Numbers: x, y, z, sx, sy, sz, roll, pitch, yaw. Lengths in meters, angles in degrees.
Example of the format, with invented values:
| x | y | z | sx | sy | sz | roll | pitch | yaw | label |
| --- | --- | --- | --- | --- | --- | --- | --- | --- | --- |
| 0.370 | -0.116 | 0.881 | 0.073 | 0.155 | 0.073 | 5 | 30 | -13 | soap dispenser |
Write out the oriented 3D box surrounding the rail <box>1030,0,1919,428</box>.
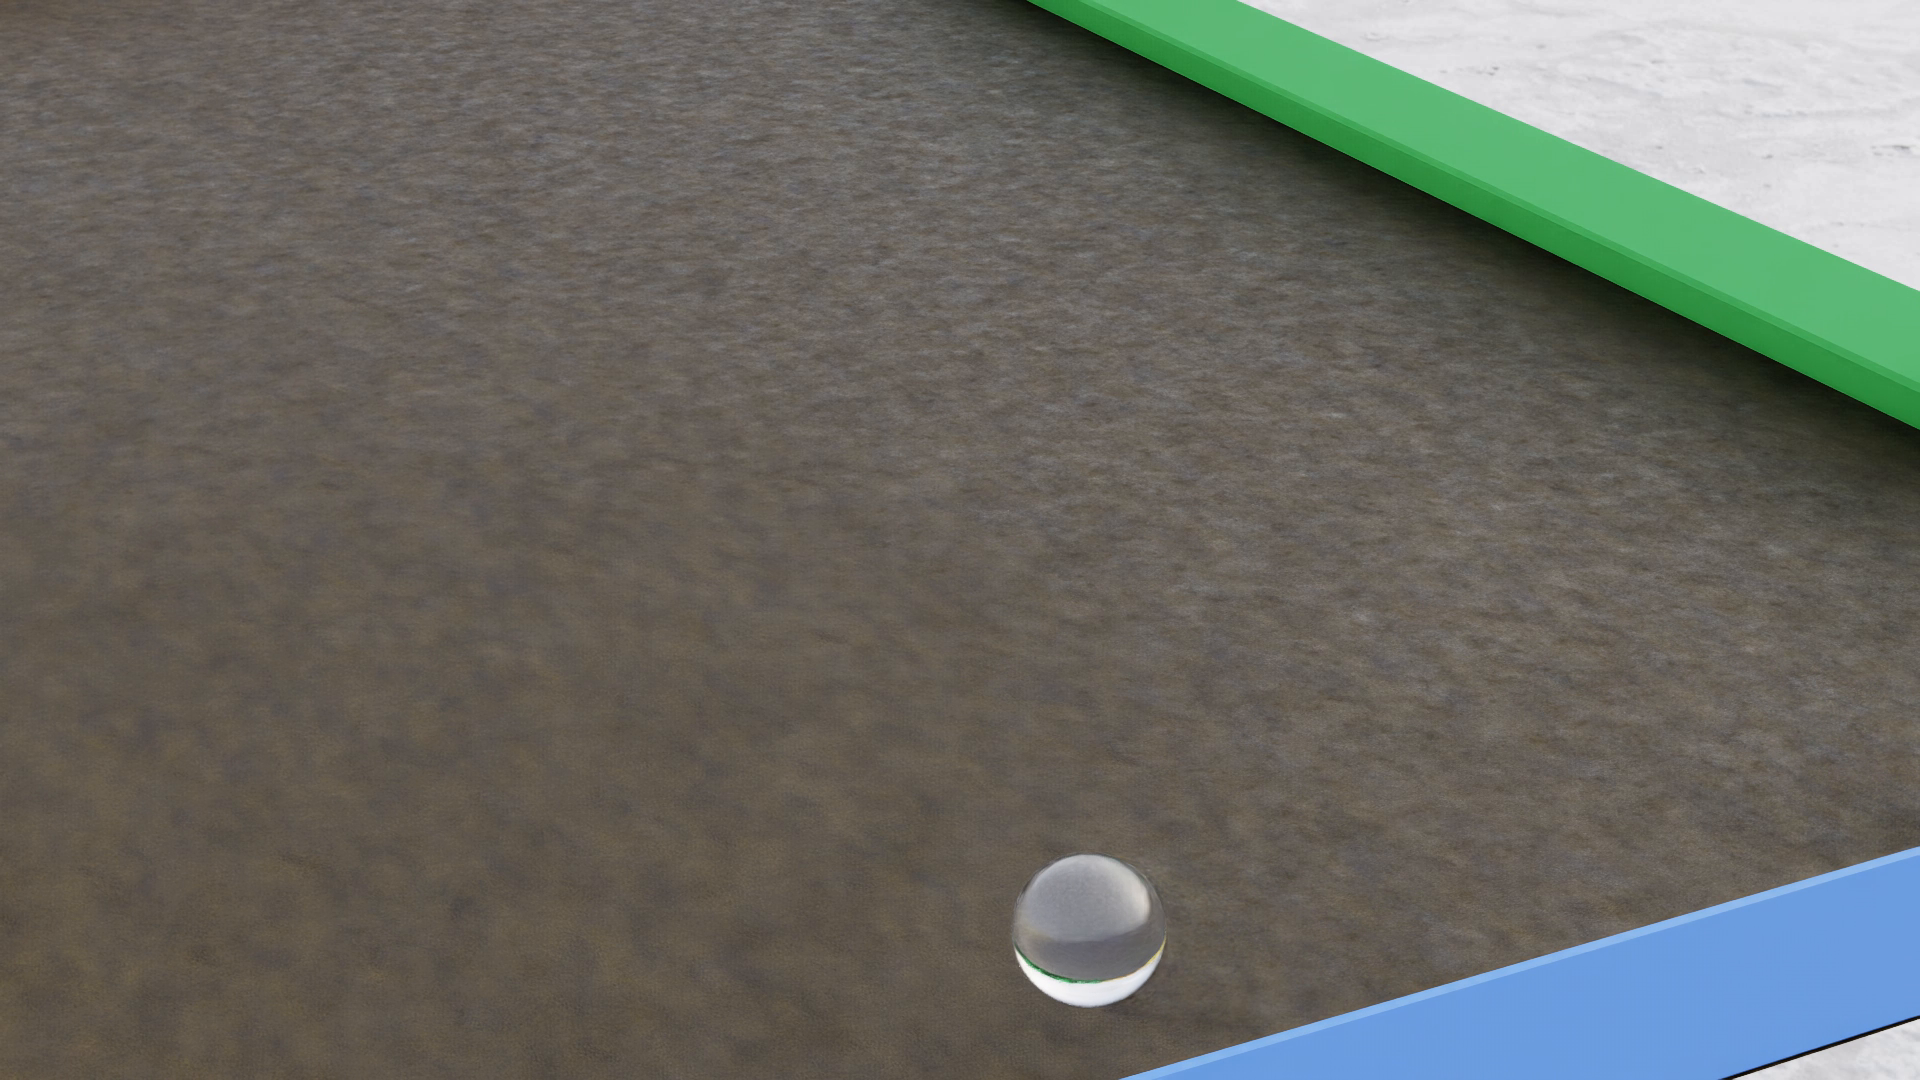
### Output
| x | y | z | sx | sy | sz | roll | pitch | yaw | label |
| --- | --- | --- | --- | --- | --- | --- | --- | --- | --- |
| 0.415 | -0.445 | 3.082 | 0.045 | 0.113 | 2.984 | -11 | 27 | -24 | rail |

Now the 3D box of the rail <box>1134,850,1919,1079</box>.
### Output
| x | y | z | sx | sy | sz | roll | pitch | yaw | label |
| --- | --- | --- | --- | --- | --- | --- | --- | --- | --- |
| 0.318 | 0.250 | 1.550 | 1.703 | 0.113 | 0.045 | -11 | 27 | -24 | rail |

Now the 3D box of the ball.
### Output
| x | y | z | sx | sy | sz | roll | pitch | yaw | label |
| --- | --- | --- | --- | --- | --- | --- | --- | --- | --- |
| 0.072 | 0.219 | 1.651 | 0.087 | 0.087 | 0.087 | 0 | 24 | 0 | ball |
